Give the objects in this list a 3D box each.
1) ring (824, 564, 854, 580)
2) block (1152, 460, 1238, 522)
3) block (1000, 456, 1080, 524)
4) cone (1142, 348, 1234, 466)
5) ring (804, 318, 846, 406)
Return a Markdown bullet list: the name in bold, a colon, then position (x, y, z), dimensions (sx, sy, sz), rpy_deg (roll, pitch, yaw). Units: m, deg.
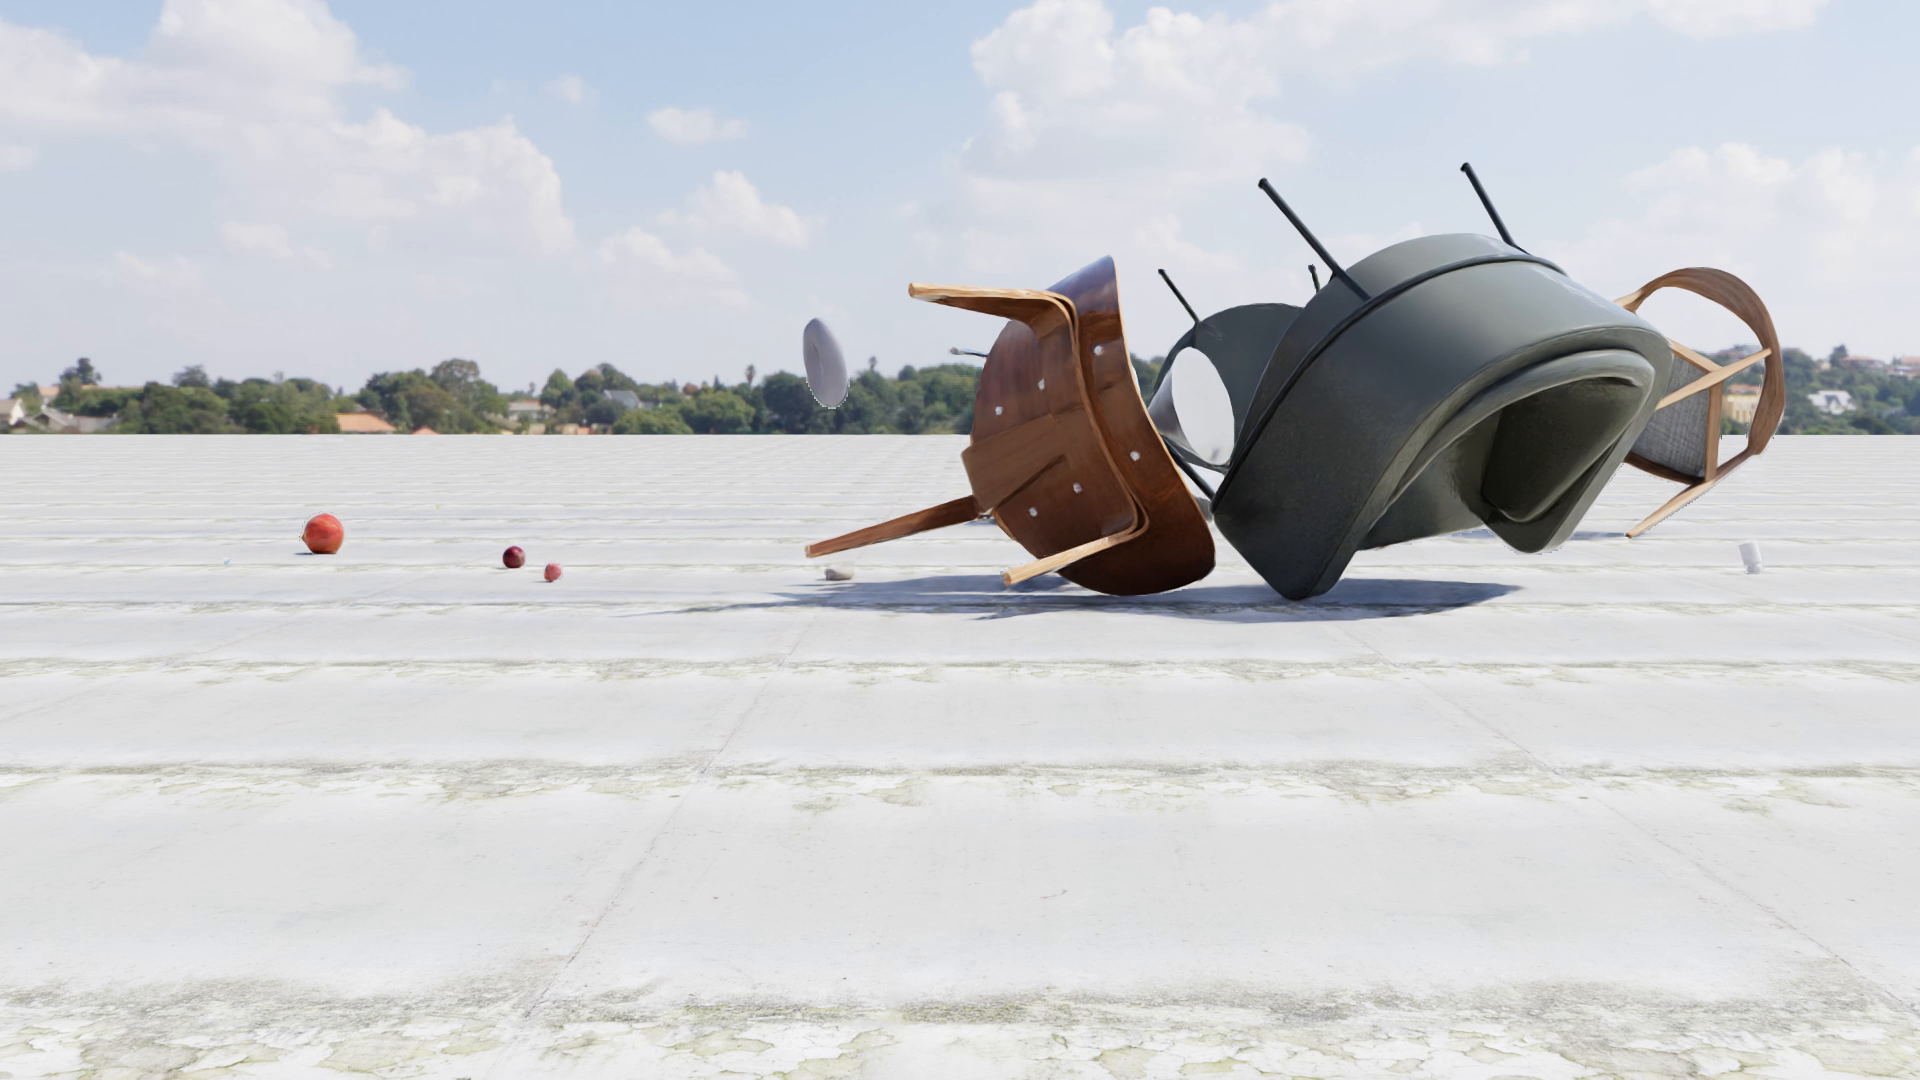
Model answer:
- **ring**: position (-0.284, 0.077, 5.193), dimensions (0.067, 0.032, 0.111), rpy_deg (2, 5, 12)
- **block**: position (0.752, -0.156, 7.053), dimensions (0.225, 0.105, 0.144), rpy_deg (17, -24, -22)
- **block**: position (0.268, -0.169, 7.356), dimensions (0.216, 0.204, 0.155), rpy_deg (2, 11, 27)
- **cone**: position (0.482, -0.286, 5.009), dimensions (0.175, 0.275, 0.205), rpy_deg (-24, 8, -38)
- **ring**: position (-0.504, -0.665, 8.203), dimensions (0.085, 0.352, 0.272), rpy_deg (-19, 35, -22)
